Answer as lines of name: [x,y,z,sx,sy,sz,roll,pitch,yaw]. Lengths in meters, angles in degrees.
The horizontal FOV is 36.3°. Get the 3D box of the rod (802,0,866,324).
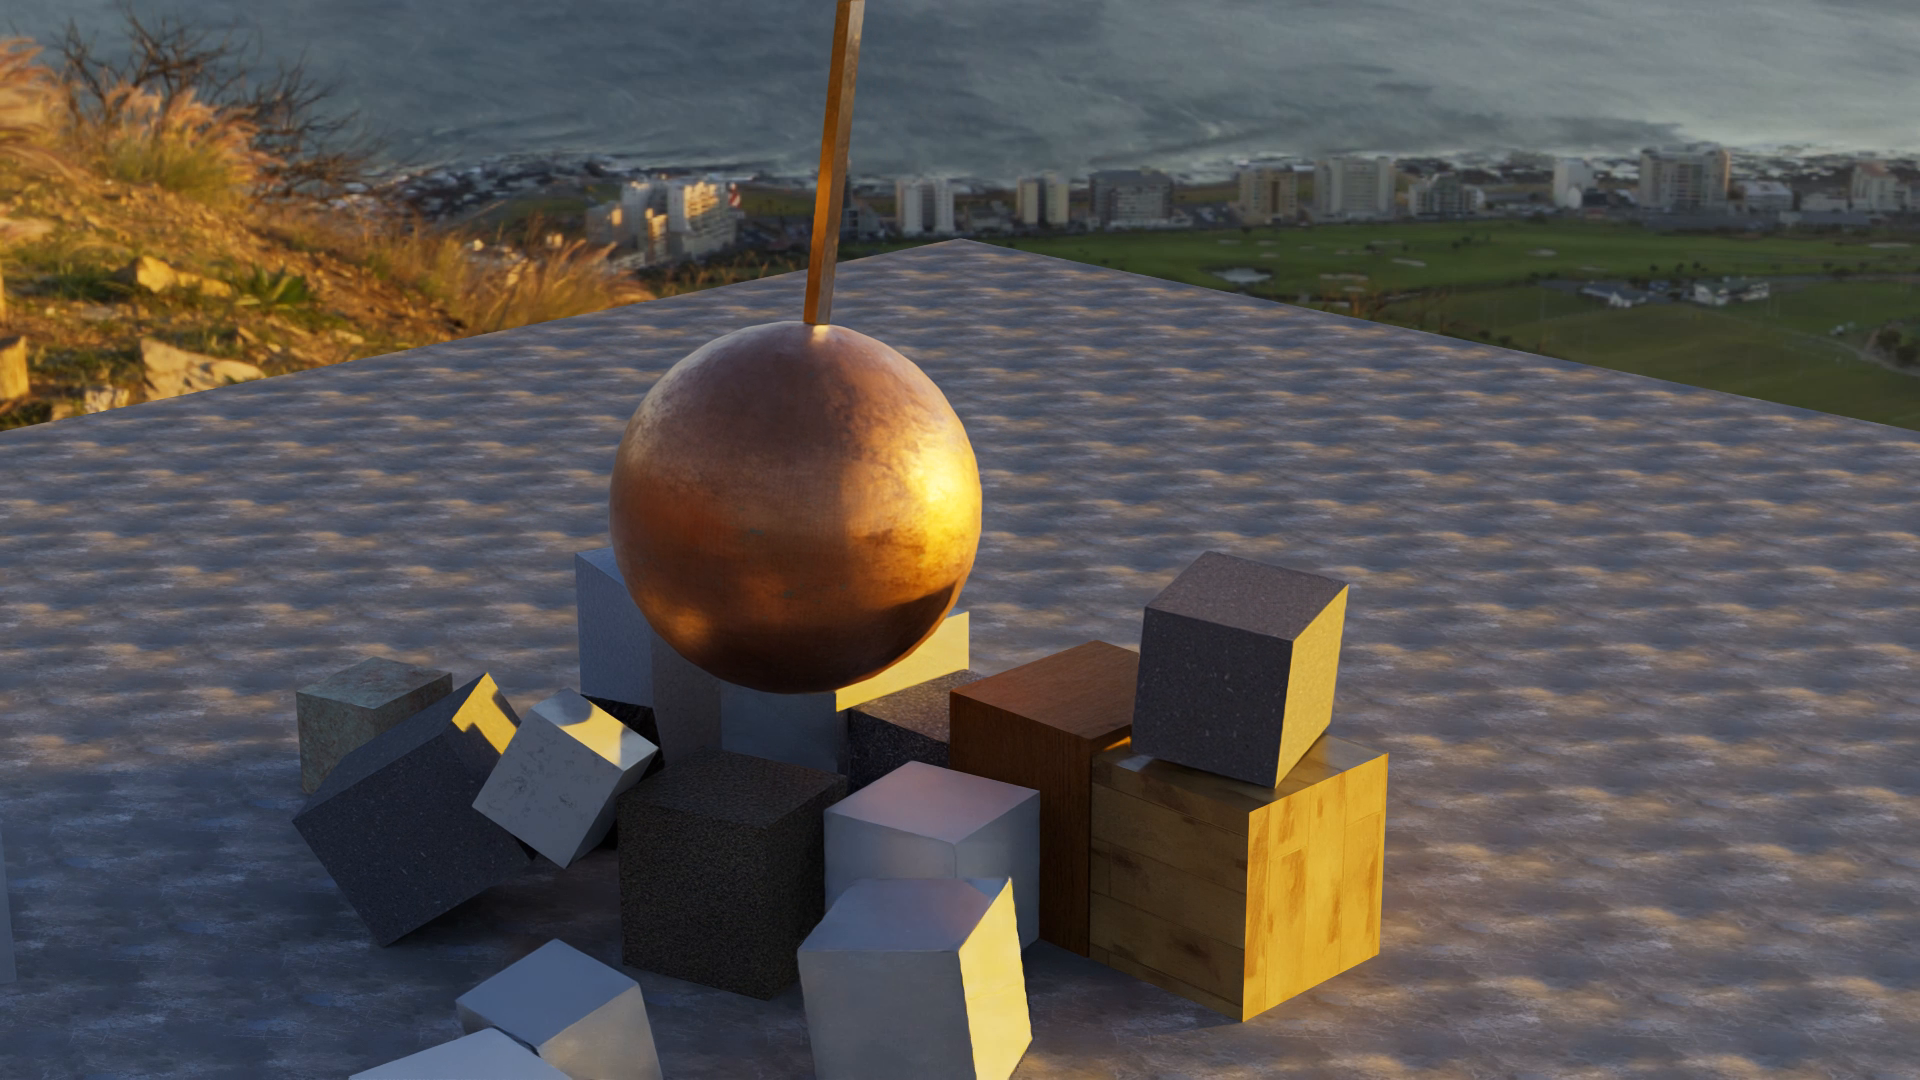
rod: [-0.305,-3.456,11.936,0.080,5.200,0.080,17,14,42]

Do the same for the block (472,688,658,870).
block: [-1.669,1.004,12.438,0.477,0.506,0.480,33,13,6]

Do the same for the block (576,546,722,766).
block: [-1.303,0.585,14.834,0.960,0.990,0.921,-10,20,-28]

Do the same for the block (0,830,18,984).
block: [-4.495,1.466,12.480,0.810,0.720,0.725,-6,19,-20]

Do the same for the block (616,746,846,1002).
block: [-0.965,1.413,12.552,0.732,0.777,0.662,9,20,27]

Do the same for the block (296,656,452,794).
block: [-2.869,0.948,14.445,0.491,0.530,0.585,10,20,28]

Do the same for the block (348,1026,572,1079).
block: [-1.756,2.182,10.465,0.597,0.563,0.582,-14,22,-38]

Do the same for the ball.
ball: [-0.703,-0.138,12.561,1.600,1.600,1.600,0,17,0]

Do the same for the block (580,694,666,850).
block: [-1.757,1.089,13.894,0.502,0.470,0.503,9,36,25]

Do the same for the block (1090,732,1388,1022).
block: [1.183,1.349,12.500,0.917,0.931,0.854,-17,24,-42]

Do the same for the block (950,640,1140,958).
block: [0.587,1.129,13.073,0.835,1.007,0.954,17,24,42]

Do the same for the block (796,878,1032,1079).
block: [-0.166,1.773,11.402,0.650,0.695,0.684,-2,16,19]

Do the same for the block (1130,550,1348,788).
block: [1.177,0.531,12.322,0.639,0.656,0.751,13,23,21]

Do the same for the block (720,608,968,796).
block: [-0.556,0.808,14.157,0.863,0.970,0.827,-17,24,-42]

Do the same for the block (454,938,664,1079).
block: [-1.507,1.936,11.114,0.480,0.550,0.530,-30,32,-35]

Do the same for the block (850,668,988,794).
block: [0.025,1.107,13.671,0.752,0.691,0.758,-17,24,-42]

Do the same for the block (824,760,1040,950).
block: [-0.116,1.441,12.603,0.662,0.693,0.677,11,20,31]

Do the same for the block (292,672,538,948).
block: [-2.310,1.179,12.910,0.806,0.684,0.759,-30,12,14]
